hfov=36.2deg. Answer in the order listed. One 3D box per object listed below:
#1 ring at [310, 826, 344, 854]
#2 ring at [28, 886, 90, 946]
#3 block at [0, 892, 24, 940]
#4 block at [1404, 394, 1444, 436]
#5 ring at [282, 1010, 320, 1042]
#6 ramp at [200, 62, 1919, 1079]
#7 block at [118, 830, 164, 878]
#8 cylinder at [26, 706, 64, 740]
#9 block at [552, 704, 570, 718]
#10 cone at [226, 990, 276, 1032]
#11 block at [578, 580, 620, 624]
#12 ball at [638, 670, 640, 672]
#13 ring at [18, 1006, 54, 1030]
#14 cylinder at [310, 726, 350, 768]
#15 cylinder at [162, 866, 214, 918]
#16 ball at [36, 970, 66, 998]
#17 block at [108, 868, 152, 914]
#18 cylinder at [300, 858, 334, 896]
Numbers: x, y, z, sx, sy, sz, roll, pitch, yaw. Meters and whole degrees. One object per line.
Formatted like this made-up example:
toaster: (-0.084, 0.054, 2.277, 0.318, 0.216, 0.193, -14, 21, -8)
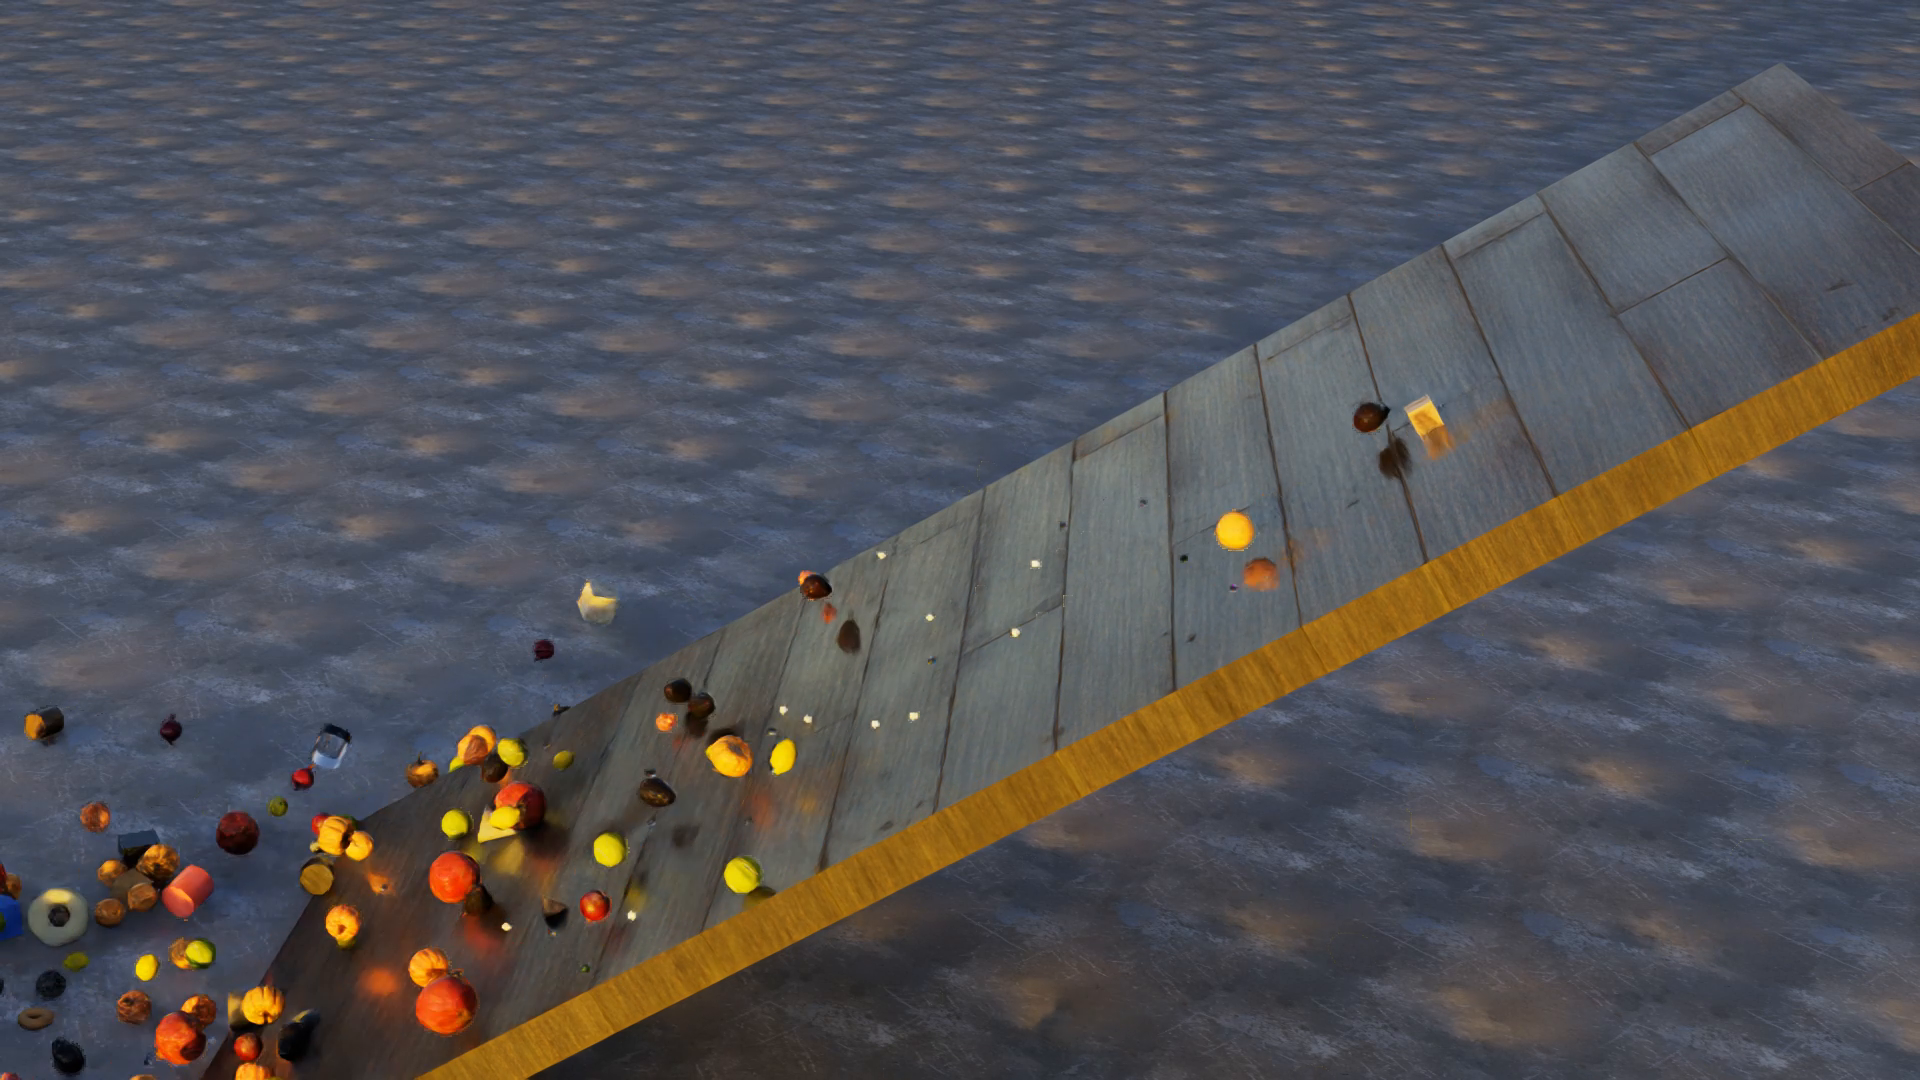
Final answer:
ring: (-1.628, 0.771, 7.566, 0.097, 0.032, 0.097, -31, 13, 8)
ring: (-2.179, 0.911, 7.115, 0.146, 0.146, 0.049, -5, -10, -16)
block: (-2.349, 0.924, 7.183, 0.082, 0.082, 0.082, -16, 24, -39)
block: (0.915, -0.245, 5.804, 0.053, 0.053, 0.053, -29, 14, 8)
ring: (-1.397, 1.029, 6.232, 0.089, 0.030, 0.089, -32, 15, 10)
ramp: (0.142, 0.168, 6.284, 4.000, 0.100, 2.000, -28, 15, 12)
block: (-2.094, 0.807, 7.517, 0.093, 0.093, 0.093, -8, 20, -24)
cylinder: (-2.608, 0.522, 8.383, 0.076, 0.076, 0.076, 9, 16, 24)
block: (-1.078, 0.522, 8.080, 0.092, 0.092, 0.092, 11, 61, -1)
cone: (-1.556, 1.036, 6.501, 0.096, 0.096, 0.096, -7, 17, 9)
block: (-1.137, 0.197, 9.272, 0.093, 0.093, 0.093, 12, 27, -27)
ball: (-0.941, 0.414, 8.753, 0.059, 0.059, 0.059, 0, 18, 0)
ring: (-2.121, 1.098, 6.749, 0.081, 0.027, 0.081, 1, 19, 0)
cylinder: (-1.533, 0.504, 7.168, 0.076, 0.076, 0.076, 4, 50, 13)
cylinder: (-1.905, 0.868, 7.260, 0.093, 0.093, 0.093, 7, 32, 21)
ball: (-2.122, 1.038, 6.866, 0.066, 0.066, 0.066, 0, 18, 0)
block: (-2.063, 0.872, 7.318, 0.068, 0.068, 0.068, 30, 27, 17)
cylinder: (-1.564, 0.818, 7.158, 0.077, 0.077, 0.077, -3, 6, -10)
